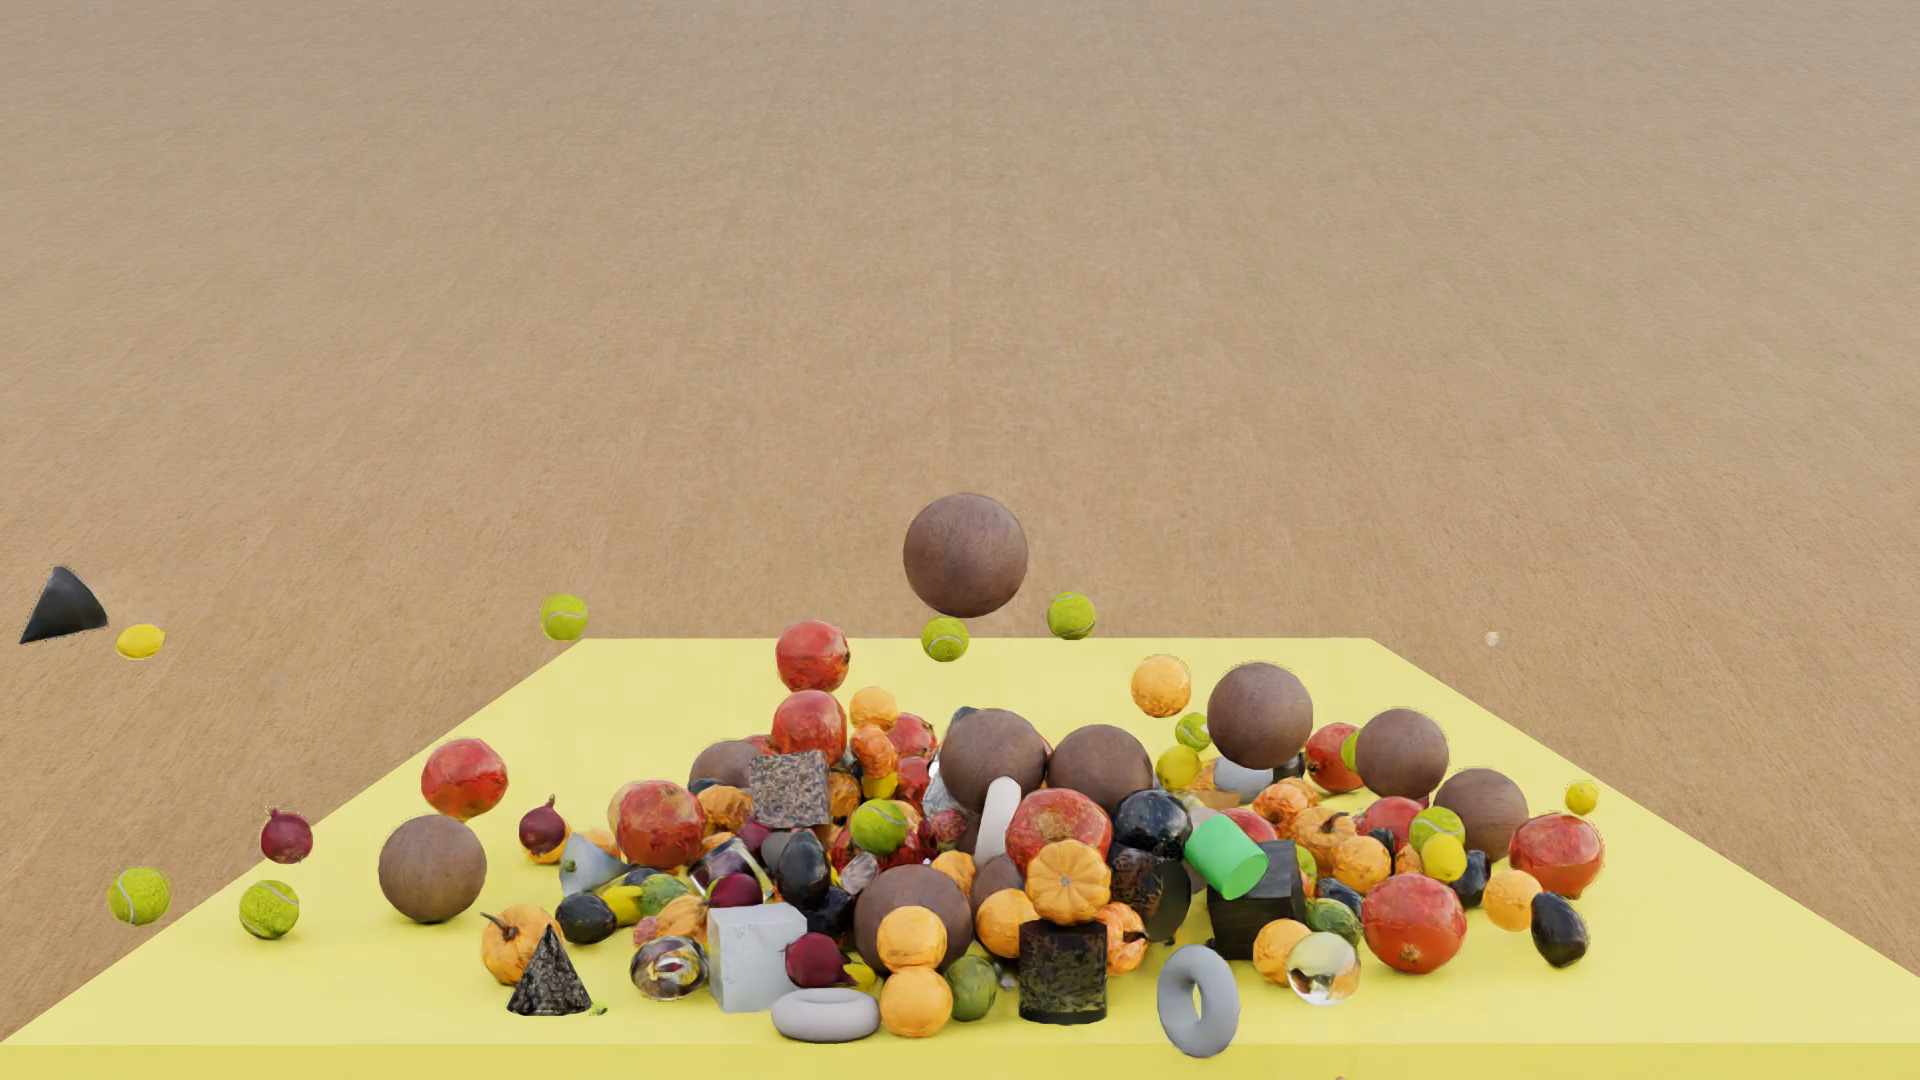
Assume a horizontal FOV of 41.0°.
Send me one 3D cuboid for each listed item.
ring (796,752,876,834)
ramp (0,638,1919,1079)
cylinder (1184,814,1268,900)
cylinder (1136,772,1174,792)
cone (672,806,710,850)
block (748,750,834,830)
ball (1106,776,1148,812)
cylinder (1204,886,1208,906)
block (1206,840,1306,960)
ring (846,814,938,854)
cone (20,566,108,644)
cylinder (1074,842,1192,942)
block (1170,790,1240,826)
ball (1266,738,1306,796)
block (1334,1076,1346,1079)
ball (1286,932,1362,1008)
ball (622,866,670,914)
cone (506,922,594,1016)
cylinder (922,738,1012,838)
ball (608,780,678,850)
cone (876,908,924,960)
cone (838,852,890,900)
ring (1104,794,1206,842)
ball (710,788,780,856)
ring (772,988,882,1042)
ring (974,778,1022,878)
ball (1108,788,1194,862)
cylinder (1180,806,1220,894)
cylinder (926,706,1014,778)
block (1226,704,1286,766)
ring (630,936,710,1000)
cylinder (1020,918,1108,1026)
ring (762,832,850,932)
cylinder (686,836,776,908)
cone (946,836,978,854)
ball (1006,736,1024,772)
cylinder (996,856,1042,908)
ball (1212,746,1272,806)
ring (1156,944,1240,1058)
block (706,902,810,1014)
[{"bbox_3d":[-0.188,0.369,3.738,0.143,0.048,0.143,-23,33,16],"label":"ring"},{"bbox_3d":[0.047,0.424,4.534,2.000,0.100,4.000,0,4,0],"label":"ramp"},{"bbox_3d":[0.293,0.349,2.828,0.066,0.066,0.066,-15,46,-36],"label":"cylinder"},{"bbox_3d":[0.288,0.384,3.923,0.054,0.054,0.054,-2,17,-40],"label":"cylinder"},{"bbox_3d":[-0.383,0.417,3.604,0.062,0.062,0.062,0,30,1],"label":"cone"},{"bbox_3d":[-0.219,0.326,3.338,0.094,0.094,0.094,-6,-6,1],"label":"block"},{"bbox_3d":[0.227,0.349,3.474,0.059,0.059,0.059,0,20,0],"label":"ball"},{"bbox_3d":[0.322,0.420,2.994,0.055,0.055,0.055,-24,13,18],"label":"cylinder"},{"bbox_3d":[0.335,0.406,2.894,0.093,0.093,0.093,-5,35,14],"label":"block"},{"bbox_3d":[-0.096,0.426,3.619,0.131,0.044,0.131,-5,21,2],"label":"ring"},{"bbox_3d":[-1.141,0.101,3.219,0.098,0.098,0.098,17,49,39],"label":"cone"},{"bbox_3d":[0.190,0.386,2.826,0.091,0.091,0.091,-17,20,-39],"label":"cylinder"},{"bbox_3d":[0.331,0.387,3.483,0.092,0.092,0.092,0,-3,7],"label":"block"},{"bbox_3d":[0.495,0.356,4.039,0.096,0.096,0.096,0,20,0],"label":"ball"},{"bbox_3d":[0.343,0.532,2.313,0.062,0.062,0.062,34,60,-2],"label":"block"},{"bbox_3d":[0.381,0.449,2.685,0.078,0.078,0.078,0,20,0],"label":"ball"},{"bbox_3d":[-0.385,0.429,3.149,0.060,0.060,0.060,0,20,0],"label":"ball"},{"bbox_3d":[-0.429,0.443,2.685,0.090,0.090,0.090,0,4,0],"label":"cone"},{"bbox_3d":[0.009,0.318,3.286,0.090,0.090,0.090,15,41,-13],"label":"cylinder"},{"bbox_3d":[-0.444,0.384,3.587,0.098,0.098,0.098,0,20,0],"label":"ball"},{"bbox_3d":[-0.069,0.460,2.930,0.057,0.057,0.057,0,30,0],"label":"cone"},{"bbox_3d":[-0.100,0.401,2.965,0.058,0.058,0.058,-32,33,24],"label":"cone"},{"bbox_3d":[0.248,0.363,3.260,0.141,0.047,0.141,-20,5,2],"label":"ring"},{"bbox_3d":[-0.295,0.388,3.531,0.095,0.095,0.095,0,20,0],"label":"ball"},{"bbox_3d":[-0.133,0.476,2.578,0.112,0.037,0.112,0,2,0],"label":"ring"},{"bbox_3d":[0.043,0.332,2.968,0.039,0.118,0.118,12,21,1],"label":"ring"},{"bbox_3d":[0.220,0.337,2.962,0.099,0.099,0.099,0,20,0],"label":"ball"},{"bbox_3d":[0.281,0.375,3.100,0.085,0.085,0.085,9,16,24],"label":"cylinder"},{"bbox_3d":[0.015,0.295,3.559,0.092,0.092,0.092,12,58,29],"label":"cylinder"},{"bbox_3d":[0.443,0.296,3.840,0.067,0.067,0.067,19,-17,18],"label":"block"},{"bbox_3d":[-0.301,0.443,2.662,0.083,0.083,0.028,-4,39,-11],"label":"ring"},{"bbox_3d":[0.107,0.444,2.649,0.091,0.091,0.091,0,4,0],"label":"cylinder"},{"bbox_3d":[-0.183,0.404,3.039,0.046,0.139,0.139,-39,29,-7],"label":"ring"},{"bbox_3d":[-0.274,0.409,3.082,0.077,0.077,0.077,-24,73,-48],"label":"cylinder"},{"bbox_3d":[0.005,0.405,3.497,0.061,0.061,0.061,2,16,-33],"label":"cone"},{"bbox_3d":[0.076,0.356,4.292,0.065,0.065,0.065,0,20,0],"label":"ball"},{"bbox_3d":[0.073,0.427,3.213,0.055,0.055,0.055,1,3,3],"label":"cylinder"},{"bbox_3d":[0.401,0.334,3.642,0.085,0.085,0.085,0,20,0],"label":"ball"},{"bbox_3d":[0.231,0.447,2.491,0.037,0.110,0.110,0,17,-32],"label":"ring"},{"bbox_3d":[-0.213,0.439,2.704,0.092,0.092,0.092,-3,4,-14],"label":"block"}]
